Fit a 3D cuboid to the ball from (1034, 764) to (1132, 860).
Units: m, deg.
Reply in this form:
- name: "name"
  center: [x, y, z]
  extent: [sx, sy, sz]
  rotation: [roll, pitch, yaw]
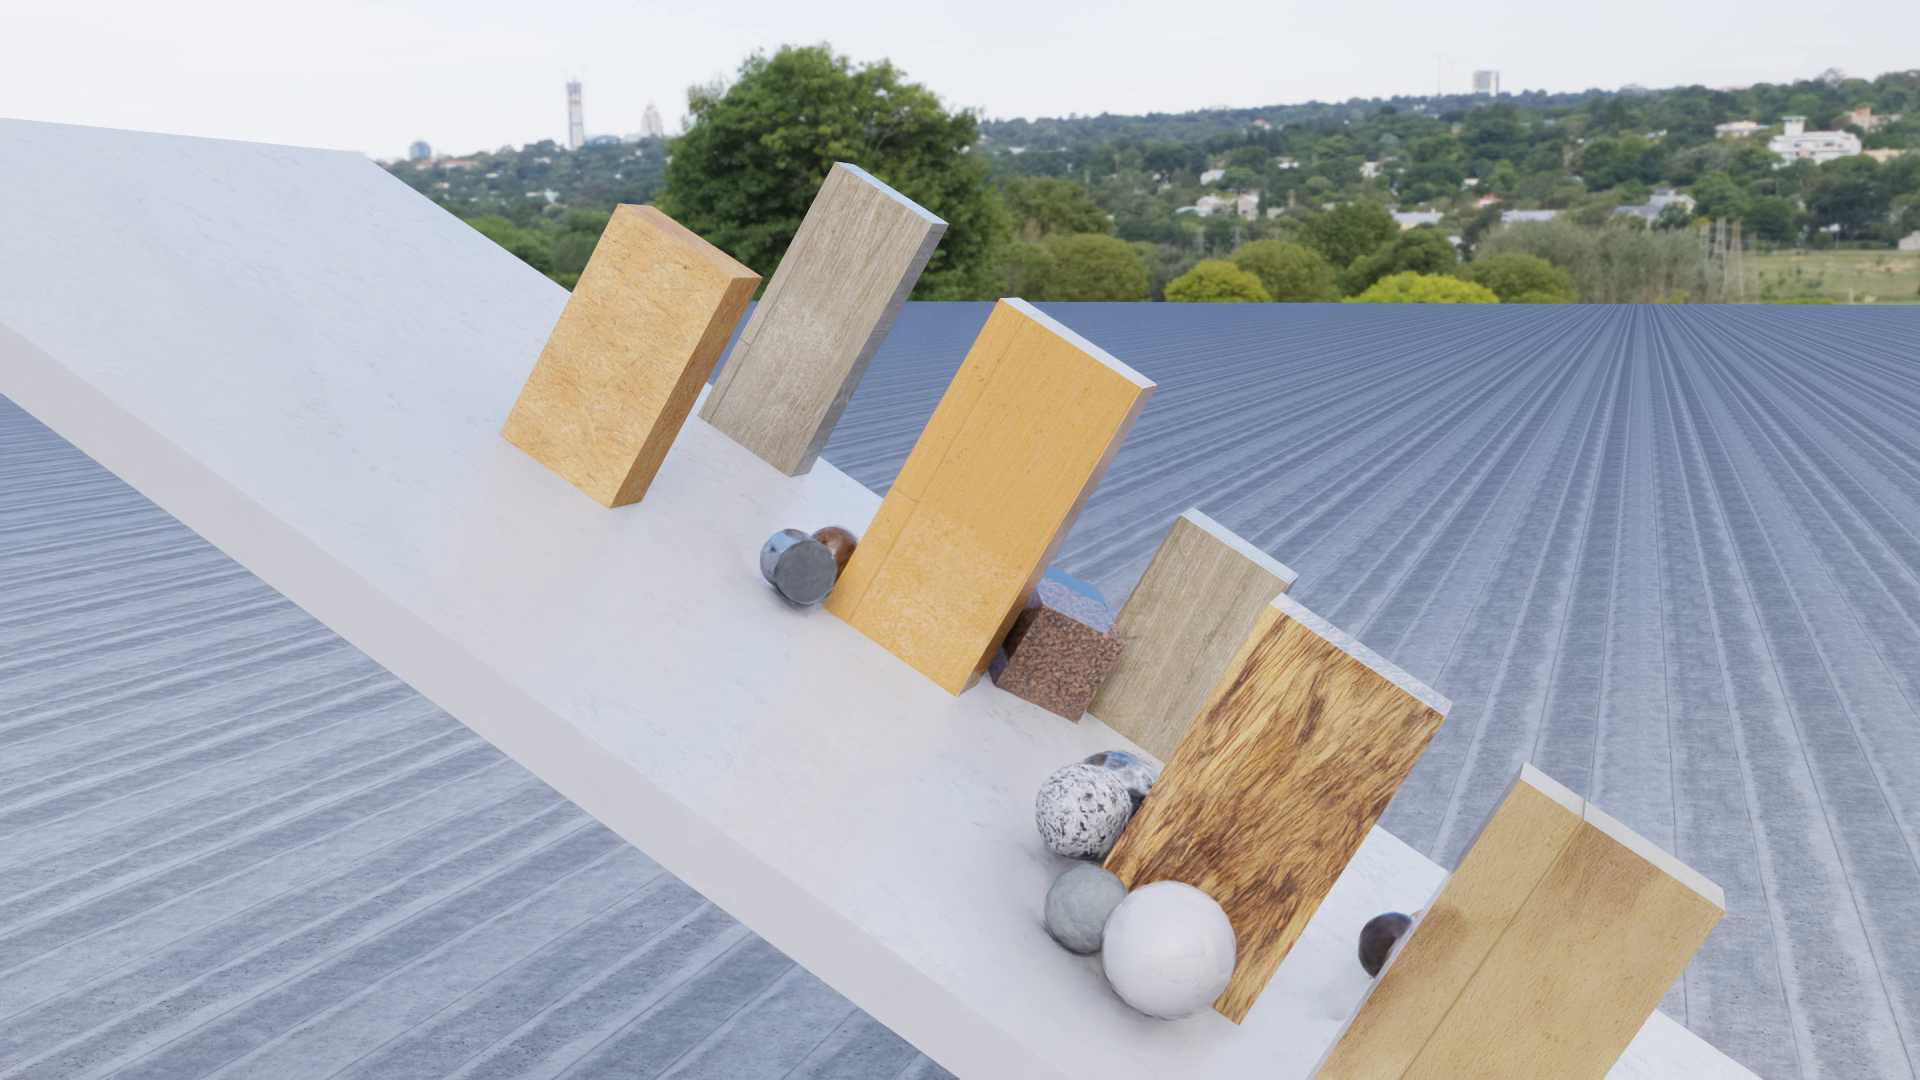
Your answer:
- name: "ball"
  center: [0.204, 0.449, 3.634]
  extent: [0.160, 0.160, 0.160]
  rotation: [0, 7, 0]

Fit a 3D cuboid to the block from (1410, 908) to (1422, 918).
- name: "block"
  center: [0.859, 0.768, 4.086]
  extent: [0.107, 0.107, 0.107]
  rotation: [37, 16, 23]

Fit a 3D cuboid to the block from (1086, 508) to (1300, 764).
- name: "block"
  center: [0.456, 0.199, 4.502]
  extent: [0.259, 0.451, 0.141]
  rotation: [33, 15, 11]

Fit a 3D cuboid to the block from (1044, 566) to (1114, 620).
- name: "block"
  center: [0.192, 0.173, 4.626]
  extent: [0.172, 0.172, 0.172]
  rotation: [25, 15, -19]

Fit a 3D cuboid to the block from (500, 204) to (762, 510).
- name: "block"
  center: [-0.617, -0.343, 4.110]
  extent: [0.261, 0.498, 0.141]
  rotation: [33, 15, 11]

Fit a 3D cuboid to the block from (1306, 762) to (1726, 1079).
- name: "block"
  center: [0.734, 0.673, 3.060]
  extent: [0.312, 0.660, 0.112]
  rotation: [33, 15, 11]

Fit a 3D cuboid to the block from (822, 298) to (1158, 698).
- name: "block"
  center: [0.053, -0.081, 4.173]
  extent: [0.315, 0.688, 0.134]
  rotation: [33, 15, 11]

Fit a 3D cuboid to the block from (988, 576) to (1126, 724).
- name: "block"
  center: [0.184, 0.212, 4.438]
  extent: [0.194, 0.194, 0.194]
  rotation: [26, 15, -18]

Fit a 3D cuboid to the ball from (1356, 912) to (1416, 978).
- name: "ball"
  center: [0.787, 0.740, 3.984]
  extent: [0.134, 0.134, 0.134]
  rotation: [0, 7, 0]

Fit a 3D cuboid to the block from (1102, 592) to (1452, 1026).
- name: "block"
  center: [0.477, 0.426, 3.493]
  extent: [0.317, 0.601, 0.124]
  rotation: [33, 15, 11]

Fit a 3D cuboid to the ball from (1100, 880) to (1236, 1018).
- name: "ball"
  center: [0.309, 0.607, 3.264]
  extent: [0.201, 0.201, 0.201]
  rotation: [0, 7, 0]

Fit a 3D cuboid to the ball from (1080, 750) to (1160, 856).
- name: "ball"
  center: [0.268, 0.457, 3.813]
  extent: [0.183, 0.183, 0.183]
  rotation: [0, 7, 0]

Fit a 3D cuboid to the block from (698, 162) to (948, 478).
- name: "block"
  center: [-0.307, -0.486, 4.885]
  extent: [0.259, 0.650, 0.119]
  rotation: [33, 15, 11]

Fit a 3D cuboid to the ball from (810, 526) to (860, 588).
- name: "ball"
  center: [-0.251, 0.033, 4.329]
  extent: [0.120, 0.120, 0.120]
  rotation: [0, 7, 0]

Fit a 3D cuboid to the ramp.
- name: "ramp"
  center: [-0.168, 0.277, 4.120]
  extent: [4.000, 0.100, 2.000]
  rotation: [33, 15, 11]

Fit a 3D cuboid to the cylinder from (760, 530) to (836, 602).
- name: "cylinder"
  center: [-0.304, 0.048, 4.126]
  extent: [0.118, 0.118, 0.118]
  rotation: [-2, 11, -20]

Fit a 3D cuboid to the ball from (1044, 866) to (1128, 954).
- name: "ball"
  center: [0.198, 0.571, 3.395]
  extent: [0.135, 0.135, 0.135]
  rotation: [0, 7, 0]
